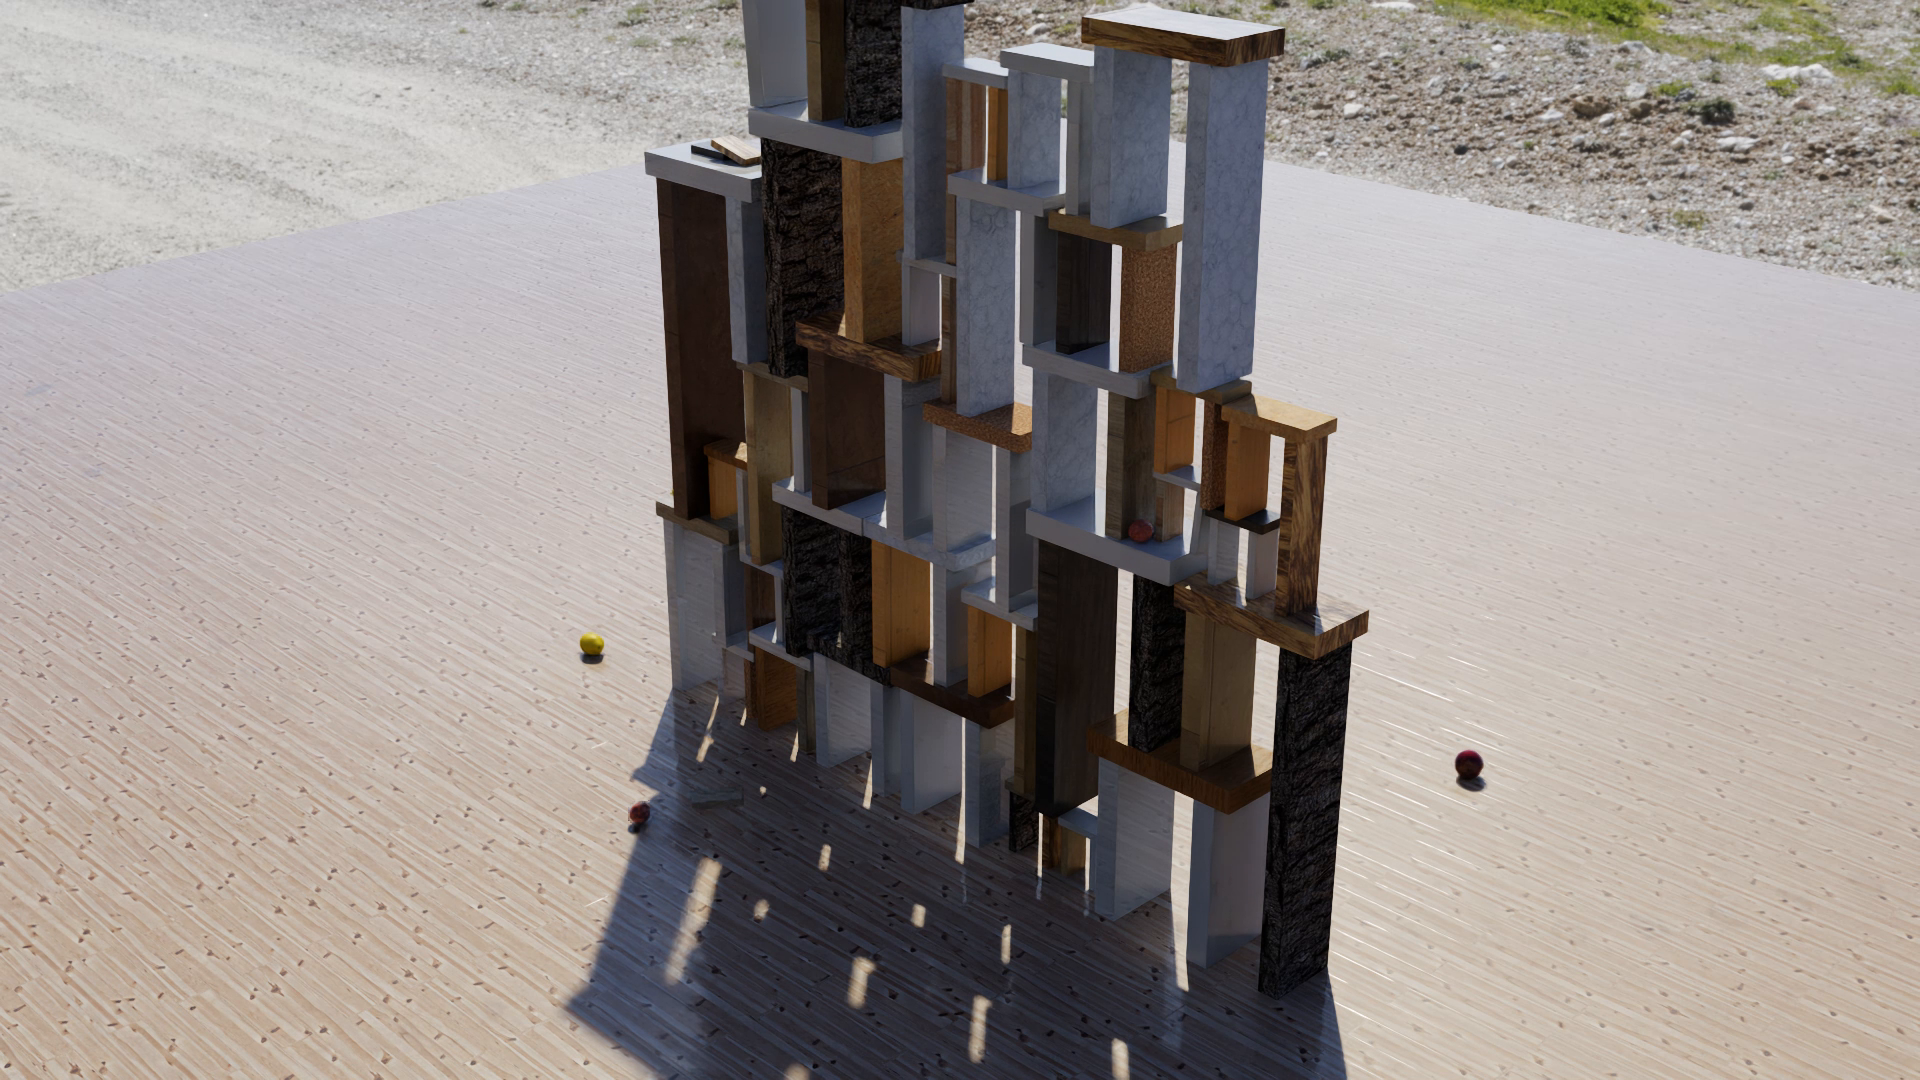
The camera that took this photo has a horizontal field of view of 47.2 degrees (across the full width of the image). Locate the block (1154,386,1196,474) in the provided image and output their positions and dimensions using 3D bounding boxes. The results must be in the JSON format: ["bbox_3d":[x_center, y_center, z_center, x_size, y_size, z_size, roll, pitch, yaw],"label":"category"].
[{"bbox_3d":[0.367,-0.196,3.744,0.077,0.155,0.022,-20,31,-39],"label":"block"}]

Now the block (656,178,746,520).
[{"bbox_3d":[-0.540,-0.411,4.637,0.048,0.740,0.168,21,31,40],"label":"block"}]

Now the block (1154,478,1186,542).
[{"bbox_3d":[0.364,-0.058,3.807,0.016,0.115,0.058,21,31,40],"label":"block"}]

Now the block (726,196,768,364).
[{"bbox_3d":[-0.384,-0.535,4.412,0.168,0.336,0.048,-21,31,-41],"label":"block"}]

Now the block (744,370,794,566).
[{"bbox_3d":[-0.391,-0.160,4.581,0.031,0.426,0.109,21,31,41],"label":"block"}]

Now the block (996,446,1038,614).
[{"bbox_3d":[0.122,-0.034,4.073,0.125,0.323,0.035,-21,31,-40],"label":"block"}]

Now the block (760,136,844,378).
[{"bbox_3d":[-0.301,-0.565,4.307,0.049,0.473,0.174,21,31,41],"label":"block"}]

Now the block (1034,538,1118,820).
[{"bbox_3d":[0.217,0.238,4.096,0.047,0.561,0.167,21,31,40],"label":"block"}]

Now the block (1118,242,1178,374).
[{"bbox_3d":[0.317,-0.398,3.706,0.030,0.215,0.108,21,31,40],"label":"block"}]

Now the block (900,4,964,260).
[{"bbox_3d":[-0.048,-0.737,3.960,0.117,0.453,0.033,-18,29,-36],"label":"block"}]

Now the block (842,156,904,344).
[{"bbox_3d":[-0.138,-0.559,4.132,0.049,0.347,0.174,21,31,41],"label":"block"}]

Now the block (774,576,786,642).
[{"bbox_3d":[-0.357,0.135,4.674,0.074,0.148,0.021,-21,31,-41],"label":"block"}]

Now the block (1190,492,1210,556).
[{"bbox_3d":[0.422,-0.034,3.753,0.058,0.115,0.016,-21,36,-40],"label":"block"}]

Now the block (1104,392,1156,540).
[{"bbox_3d":[0.312,-0.145,3.820,0.037,0.265,0.132,21,31,40],"label":"block"}]

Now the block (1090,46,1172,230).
[{"bbox_3d":[0.283,-0.674,3.626,0.042,0.295,0.148,21,31,40],"label":"block"}]

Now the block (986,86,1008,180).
[{"bbox_3d":[0.085,-0.715,3.835,0.081,0.162,0.023,-21,32,-40],"label":"block"}]

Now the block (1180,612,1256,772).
[{"bbox_3d":[0.453,0.243,3.842,0.042,0.297,0.149,21,31,41],"label":"block"}]

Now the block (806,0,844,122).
[{"bbox_3d":[-0.220,-0.923,4.070,0.136,0.273,0.039,-21,31,-40],"label":"block"}]

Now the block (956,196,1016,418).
[{"bbox_3d":[0.047,-0.432,3.983,0.117,0.408,0.033,-21,31,-40],"label":"block"}]

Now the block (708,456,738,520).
[{"bbox_3d":[-0.504,-0.121,4.718,0.020,0.141,0.071,21,31,40],"label":"block"}]

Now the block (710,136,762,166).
[{"bbox_3d":[-0.442,-0.775,4.377,0.053,0.015,0.106,-21,44,-40],"label":"block"}]

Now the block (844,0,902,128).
[{"bbox_3d":[-0.157,-0.879,4.016,0.033,0.234,0.117,23,32,40],"label":"block"}]

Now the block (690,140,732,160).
[{"bbox_3d":[-0.488,-0.784,4.428,0.053,0.015,0.106,-21,31,-40],"label":"block"}]

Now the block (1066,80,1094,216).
[{"bbox_3d":[0.224,-0.667,3.700,0.029,0.224,0.101,21,31,40],"label":"block"}]

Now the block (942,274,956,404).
[{"bbox_3d":[0.001,-0.378,4.064,0.078,0.245,0.022,-21,31,-40],"label":"block"}]

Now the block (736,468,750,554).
[{"bbox_3d":[-0.438,-0.070,4.667,0.020,0.195,0.071,21,31,40],"label":"block"}]

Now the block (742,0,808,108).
[{"bbox_3d":[-0.347,-0.972,4.186,0.039,0.273,0.136,15,27,40],"label":"block"}]

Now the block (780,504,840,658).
[{"bbox_3d":[-0.305,0.068,4.589,0.134,0.338,0.038,-21,31,-41],"label":"block"}]

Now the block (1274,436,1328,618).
[{"bbox_3d":[0.559,-0.029,3.602,0.024,0.308,0.085,21,31,41],"label":"block"}]

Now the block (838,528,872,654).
[{"bbox_3d":[-0.181,0.086,4.457,0.134,0.268,0.038,-21,30,-40],"label":"block"}]

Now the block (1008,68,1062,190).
[{"bbox_3d":[0.128,-0.715,3.784,0.101,0.203,0.029,-21,31,-40],"label":"block"}]

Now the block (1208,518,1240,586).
[{"bbox_3d":[0.450,0.012,3.745,0.061,0.121,0.017,-21,31,-41],"label":"block"}]

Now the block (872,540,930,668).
[{"bbox_3d":[-0.117,0.110,4.398,0.036,0.270,0.126,21,31,40],"label":"block"}]

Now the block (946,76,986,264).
[{"bbox_3d":[0.011,-0.667,3.945,0.023,0.336,0.081,19,29,38],"label":"block"}]

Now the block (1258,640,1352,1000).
[{"bbox_3d":[0.594,0.471,3.787,0.042,0.674,0.149,21,31,41],"label":"block"}]

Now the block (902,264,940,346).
[{"bbox_3d":[-0.073,-0.447,4.112,0.022,0.156,0.078,21,31,40],"label":"block"}]

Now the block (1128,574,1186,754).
[{"bbox_3d":[0.375,0.195,3.907,0.047,0.335,0.167,21,31,41],"label":"block"}]

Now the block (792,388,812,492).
[{"bbox_3d":[-0.287,-0.215,4.446,0.031,0.219,0.109,21,31,41],"label":"block"}]

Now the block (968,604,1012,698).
[{"bbox_3d":[0.058,0.201,4.243,0.095,0.189,0.027,-21,31,-41],"label":"block"}]

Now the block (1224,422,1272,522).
[{"bbox_3d":[0.478,-0.124,3.647,0.024,0.169,0.085,21,31,40],"label":"block"}]

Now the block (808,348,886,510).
[{"bbox_3d":[-0.221,-0.238,4.360,0.047,0.329,0.164,21,31,40],"label":"block"}]

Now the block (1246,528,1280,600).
[{"bbox_3d":[0.507,0.034,3.692,0.061,0.121,0.017,-21,31,-41],"label":"block"}]

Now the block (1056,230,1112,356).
[{"bbox_3d":[0.215,-0.437,3.799,0.030,0.215,0.108,21,31,40],"label":"block"}]

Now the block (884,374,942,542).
[{"bbox_3d":[-0.068,-0.177,4.216,0.047,0.328,0.164,21,31,40],"label":"block"}]

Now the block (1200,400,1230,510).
[{"bbox_3d":[0.439,-0.151,3.683,0.077,0.191,0.022,-21,31,-40],"label":"block"}]

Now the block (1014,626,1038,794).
[{"bbox_3d":[0.147,0.310,4.193,0.095,0.351,0.027,-21,31,-40],"label":"block"}]

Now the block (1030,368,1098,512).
[{"bbox_3d":[0.187,-0.193,3.934,0.037,0.265,0.132,21,31,40],"label":"block"}]

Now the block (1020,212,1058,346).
[{"bbox_3d":[0.157,-0.467,3.846,0.033,0.234,0.117,21,31,40],"label":"block"}]

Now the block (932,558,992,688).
[{"bbox_3d":[0.005,0.148,4.285,0.036,0.253,0.126,21,31,41],"label":"block"}]

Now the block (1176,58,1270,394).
[{"bbox_3d":[0.423,-0.511,3.547,0.042,0.535,0.148,21,31,41],"label":"block"}]

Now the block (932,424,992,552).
[{"bbox_3d":[0.006,-0.114,4.168,0.035,0.250,0.125,21,31,40],"label":"block"}]
